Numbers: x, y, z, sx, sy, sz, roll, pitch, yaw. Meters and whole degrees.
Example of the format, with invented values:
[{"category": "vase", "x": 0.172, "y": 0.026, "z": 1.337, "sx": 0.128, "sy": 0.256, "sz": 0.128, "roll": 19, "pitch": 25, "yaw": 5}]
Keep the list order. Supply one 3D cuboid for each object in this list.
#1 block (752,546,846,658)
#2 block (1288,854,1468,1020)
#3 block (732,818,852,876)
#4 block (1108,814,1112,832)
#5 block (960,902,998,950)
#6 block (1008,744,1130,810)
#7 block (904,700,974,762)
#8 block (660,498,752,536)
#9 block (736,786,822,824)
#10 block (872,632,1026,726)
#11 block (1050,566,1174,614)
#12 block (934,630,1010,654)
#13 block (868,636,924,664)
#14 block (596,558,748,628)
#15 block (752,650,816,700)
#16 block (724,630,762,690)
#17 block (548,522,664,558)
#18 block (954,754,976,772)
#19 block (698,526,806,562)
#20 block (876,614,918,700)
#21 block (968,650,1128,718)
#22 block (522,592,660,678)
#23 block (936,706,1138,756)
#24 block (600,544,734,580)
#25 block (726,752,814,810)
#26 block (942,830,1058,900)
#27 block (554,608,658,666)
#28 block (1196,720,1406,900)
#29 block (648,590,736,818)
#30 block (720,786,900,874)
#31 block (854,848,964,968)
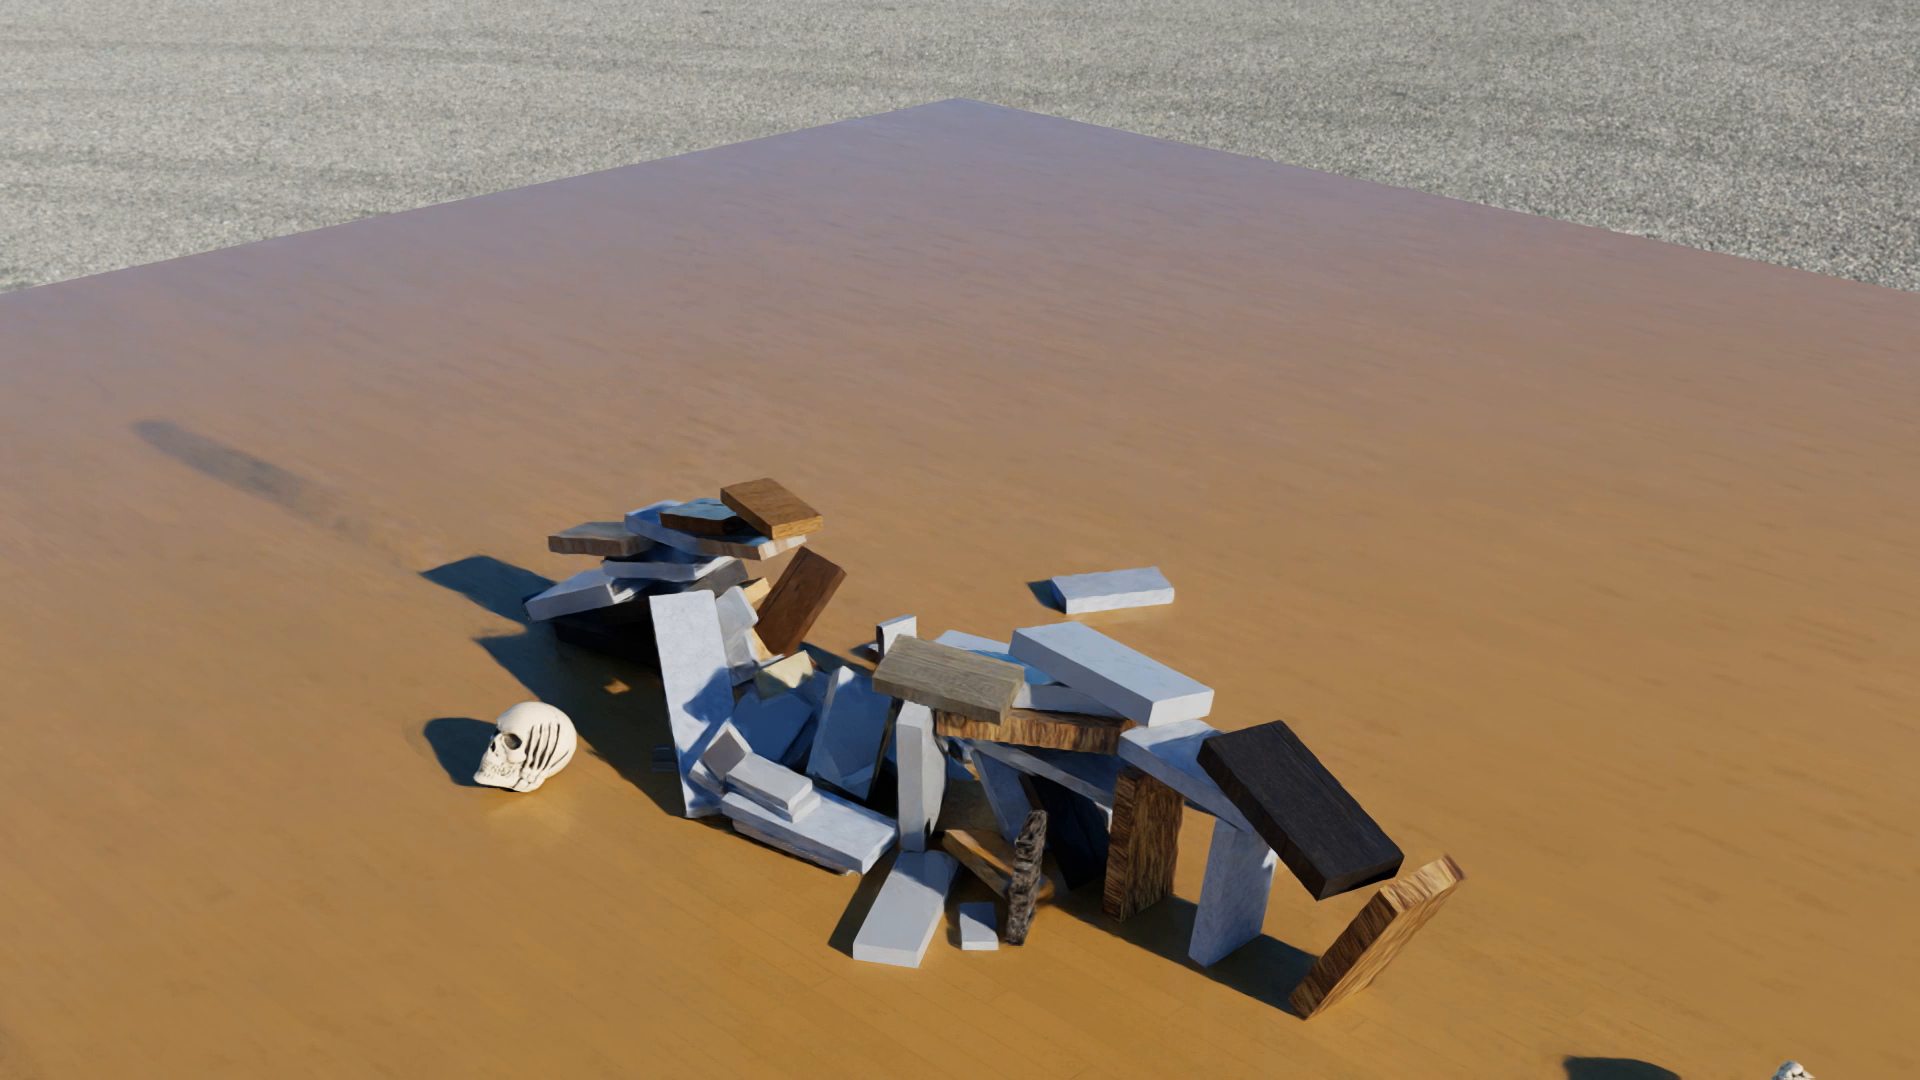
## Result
[{"category": "block", "x": -0.373, "y": 0.144, "z": 4.949, "sx": 0.122, "sy": 0.035, "sz": 0.244, "roll": 28, "pitch": 78, "yaw": 30}, {"category": "block", "x": 0.707, "y": 0.678, "z": 3.741, "sx": 0.176, "sy": 0.352, "sz": 0.050, "roll": -18, "pitch": 59, "yaw": -36}, {"category": "block", "x": -0.298, "y": 0.561, "z": 4.335, "sx": 0.272, "sy": 0.039, "sz": 0.136, "roll": 17, "pitch": 39, "yaw": 27}, {"category": "block", "x": 0.347, "y": 0.569, "z": 4.401, "sx": 0.103, "sy": 0.015, "sz": 0.051, "roll": 2, "pitch": 23, "yaw": 5}, {"category": "block", "x": 0.034, "y": 0.713, "z": 4.058, "sx": 0.065, "sy": 0.018, "sz": 0.130, "roll": -1, "pitch": 23, "yaw": -2}, {"category": "block", "x": 0.218, "y": 0.422, "z": 4.158, "sx": 0.224, "sy": 0.032, "sz": 0.112, "roll": 25, "pitch": 35, "yaw": 17}, {"category": "block", "x": -0.007, "y": 0.356, "z": 4.648, "sx": 0.137, "sy": 0.039, "sz": 0.275, "roll": -22, "pitch": 39, "yaw": -23}, {"category": "block", "x": -0.542, "y": -0.053, "z": 4.819, "sx": 0.117, "sy": 0.033, "sz": 0.235, "roll": -23, "pitch": 19, "yaw": -38}, {"category": "block", "x": -0.355, "y": 0.497, "z": 4.313, "sx": 0.155, "sy": 0.022, "sz": 0.077, "roll": 25, "pitch": 43, "yaw": 34}, {"category": "block", "x": -0.021, "y": 0.258, "z": 4.087, "sx": 0.256, "sy": 0.036, "sz": 0.128, "roll": 14, "pitch": 43, "yaw": 17}, {"category": "block", "x": 0.374, "y": 0.123, "z": 5.421, "sx": 0.274, "sy": 0.039, "sz": 0.137, "roll": -6, "pitch": 24, "yaw": -13}, {"category": "block", "x": 0.068, "y": 0.263, "z": 5.038, "sx": 0.240, "sy": 0.034, "sz": 0.120, "roll": 13, "pitch": 15, "yaw": 14}, {"category": "block", "x": -0.085, "y": 0.283, "z": 5.049, "sx": 0.122, "sy": 0.035, "sz": 0.255, "roll": -19, "pitch": 30, "yaw": -38}, {"category": "block", "x": -0.656, "y": 0.121, "z": 4.994, "sx": 0.353, "sy": 0.050, "sz": 0.176, "roll": -11, "pitch": 16, "yaw": 47}, {"category": "block", "x": -0.363, "y": 0.280, "z": 4.547, "sx": 0.123, "sy": 0.062, "sz": 0.017, "roll": -23, "pitch": 6, "yaw": -29}, {"category": "block", "x": -0.491, "y": 0.223, "z": 4.728, "sx": 0.091, "sy": 0.182, "sz": 0.026, "roll": -25, "pitch": -16, "yaw": 23}, {"category": "block", "x": -0.807, "y": -0.003, "z": 5.058, "sx": 0.276, "sy": 0.039, "sz": 0.138, "roll": 3, "pitch": 17, "yaw": 42}, {"category": "block", "x": 0.179, "y": 0.413, "z": 4.576, "sx": 0.399, "sy": 0.017, "sz": 0.062, "roll": -17, "pitch": 20, "yaw": 7}, {"category": "block", "x": -0.445, "y": 0.000, "z": 4.698, "sx": 0.117, "sy": 0.033, "sz": 0.235, "roll": -25, "pitch": 19, "yaw": -34}, {"category": "block", "x": -0.137, "y": 0.264, "z": 4.903, "sx": 0.091, "sy": 0.182, "sz": 0.026, "roll": -18, "pitch": 24, "yaw": -35}, {"category": "block", "x": 0.163, "y": 0.273, "z": 4.183, "sx": 0.347, "sy": 0.049, "sz": 0.174, "roll": 5, "pitch": 14, "yaw": 13}, {"category": "block", "x": -0.827, "y": 0.233, "z": 5.191, "sx": 0.059, "sy": 0.017, "sz": 0.647, "roll": -20, "pitch": 30, "yaw": -39}, {"category": "block", "x": 0.149, "y": 0.336, "z": 4.141, "sx": 0.347, "sy": 0.049, "sz": 0.174, "roll": 5, "pitch": 14, "yaw": 16}, {"category": "block", "x": -0.663, "y": 0.043, "z": 4.981, "sx": 0.276, "sy": 0.039, "sz": 0.138, "roll": 2, "pitch": 22, "yaw": 35}, {"category": "block", "x": -0.373, "y": 0.473, "z": 4.311, "sx": 0.155, "sy": 0.022, "sz": 0.077, "roll": 20, "pitch": 40, "yaw": 30}, {"category": "block", "x": 0.074, "y": 0.620, "z": 4.205, "sx": 0.112, "sy": 0.032, "sz": 0.224, "roll": 5, "pitch": 18, "yaw": -37}, {"category": "block", "x": -0.718, "y": 0.209, "z": 5.070, "sx": 0.480, "sy": 0.050, "sz": 0.176, "roll": 10, "pitch": 31, "yaw": 42}, {"category": "block", "x": 0.580, "y": 0.457, "z": 3.763, "sx": 0.176, "sy": 0.050, "sz": 0.352, "roll": -10, "pitch": 43, "yaw": -32}, {"category": "block", "x": -0.540, "y": 0.334, "z": 4.561, "sx": 0.136, "sy": 0.039, "sz": 0.504, "roll": -6, "pitch": 59, "yaw": -14}, {"category": "block", "x": -0.292, "y": 0.543, "z": 4.294, "sx": 0.342, "sy": 0.036, "sz": 0.128, "roll": 19, "pitch": 40, "yaw": 28}, {"category": "block", "x": -0.093, "y": 0.682, "z": 4.109, "sx": 0.120, "sy": 0.034, "sz": 0.345, "roll": 5, "pitch": 24, "yaw": 13}]
